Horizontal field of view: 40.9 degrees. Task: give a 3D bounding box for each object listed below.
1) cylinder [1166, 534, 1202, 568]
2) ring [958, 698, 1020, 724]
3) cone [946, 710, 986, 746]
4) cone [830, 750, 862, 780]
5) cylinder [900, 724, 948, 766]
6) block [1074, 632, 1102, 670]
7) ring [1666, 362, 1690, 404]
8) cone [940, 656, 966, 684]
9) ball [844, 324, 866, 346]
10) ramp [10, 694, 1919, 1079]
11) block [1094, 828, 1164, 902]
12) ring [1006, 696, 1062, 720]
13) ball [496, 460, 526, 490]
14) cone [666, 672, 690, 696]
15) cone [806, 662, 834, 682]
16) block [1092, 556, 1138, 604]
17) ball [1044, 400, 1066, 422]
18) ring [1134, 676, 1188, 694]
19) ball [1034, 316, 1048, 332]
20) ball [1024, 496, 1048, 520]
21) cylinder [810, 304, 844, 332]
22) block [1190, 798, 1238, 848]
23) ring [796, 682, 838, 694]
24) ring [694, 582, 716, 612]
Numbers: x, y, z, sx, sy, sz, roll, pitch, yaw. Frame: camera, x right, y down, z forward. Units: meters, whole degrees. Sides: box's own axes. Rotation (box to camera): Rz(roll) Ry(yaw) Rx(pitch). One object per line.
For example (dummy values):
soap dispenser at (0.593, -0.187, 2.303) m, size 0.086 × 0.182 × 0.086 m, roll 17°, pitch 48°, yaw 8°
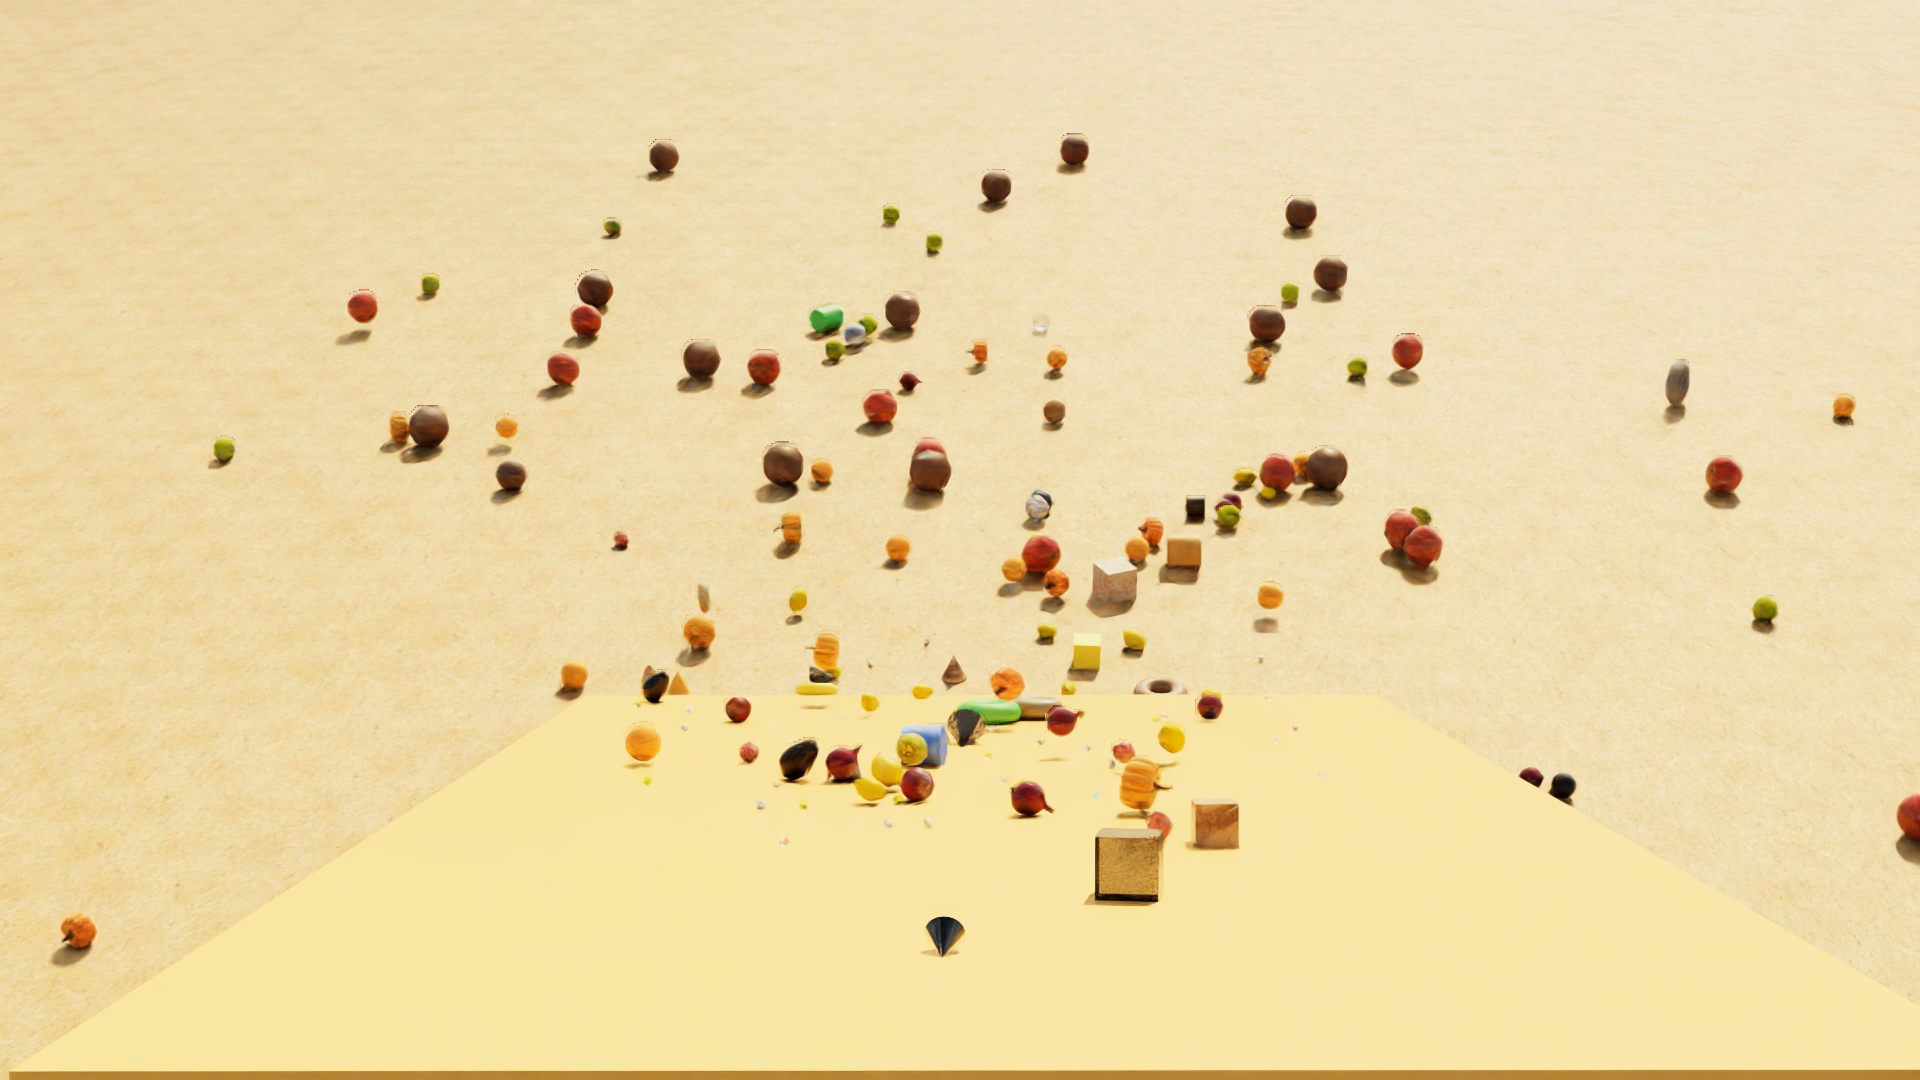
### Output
cylinder at (0.646, 0.029, 7.443) m, size 0.098 × 0.098 × 0.098 m, roll -1°, pitch 25°, yaw 2°
ring at (0.065, 0.392, 5.870) m, size 0.147 × 0.049 × 0.147 m, roll -1°, pitch 3°, yaw 0°
cone at (0.009, 0.412, 5.419) m, size 0.082 × 0.082 × 0.082 m, roll 2°, pitch 29°, yaw 5°
cone at (-0.201, 0.436, 4.836) m, size 0.062 × 0.062 × 0.062 m, roll -17°, pitch 39°, yaw -33°
cylinder at (-0.071, 0.402, 5.052) m, size 0.080 × 0.080 × 0.080 m, roll 0°, pitch 24°, yaw 10°
block at (0.340, 0.297, 6.895) m, size 0.071 × 0.071 × 0.071 m, roll 2°, pitch 25°, yaw 4°
ring at (2.391, -0.523, 8.585) m, size 0.049 × 0.146 × 0.146 m, roll 11°, pitch 27°, yaw 30°
cone at (-0.016, 0.334, 6.816) m, size 0.070 × 0.070 × 0.070 m, roll 0°, pitch 25°, yaw 0°
ball at (-0.372, -0.726, 9.118) m, size 0.082 × 0.082 × 0.082 m, roll 0°, pitch 25°, yaw 0°
ramp at (0.056, 0.509, 4.552) m, size 2.000 × 0.100 × 4.000 m, roll 0°, pitch 2°, yaw 0°
block at (0.234, 0.448, 3.559) m, size 0.087 × 0.087 × 0.087 m, roll 0°, pitch 2°, yaw 9°
ring at (0.167, 0.389, 5.969) m, size 0.143 × 0.048 × 0.143 m, roll 1°, pitch 2°, yaw 0°
ball at (-1.385, -0.201, 7.954) m, size 0.096 × 0.096 × 0.096 m, roll 0°, pitch 25°, yaw 0°
cone at (-0.738, 0.369, 6.747) m, size 0.063 × 0.063 × 0.063 m, roll 0°, pitch 25°, yaw 0°
cone at (-0.357, 0.361, 6.752) m, size 0.070 × 0.070 × 0.070 m, roll 13°, pitch 19°, yaw -23°
block at (0.437, 0.114, 7.270) m, size 0.093 × 0.093 × 0.093 m, roll -11°, pitch 27°, yaw -22°
ball at (0.312, -0.423, 8.463) m, size 0.075 × 0.075 × 0.075 m, roll 0°, pitch 25°, yaw 0°
ring at (0.521, 0.401, 6.698) m, size 0.144 × 0.048 × 0.144 m, roll -1°, pitch 24°, yaw 1°
ball at (0.292, -0.779, 9.265) m, size 0.055 × 0.055 × 0.055 m, roll 0°, pitch 25°, yaw 0°
ball at (0.231, -0.098, 7.751) m, size 0.072 × 0.072 × 0.072 m, roll 0°, pitch 25°, yaw 0°
cylinder at (-0.478, -0.796, 9.265) m, size 0.086 × 0.086 × 0.086 m, roll -22°, pitch 33°, yaw -39°
block at (0.398, 0.442, 4.030) m, size 0.067 × 0.067 × 0.067 m, roll 0°, pitch 2°, yaw -1°
ring at (-0.367, 0.388, 6.632) m, size 0.110 × 0.037 × 0.110 m, roll 2°, pitch -9°, yaw 0°
ring at (-0.707, 0.157, 7.124) m, size 0.030 × 0.090 × 0.090 m, roll 19°, pitch 14°, yaw -30°
